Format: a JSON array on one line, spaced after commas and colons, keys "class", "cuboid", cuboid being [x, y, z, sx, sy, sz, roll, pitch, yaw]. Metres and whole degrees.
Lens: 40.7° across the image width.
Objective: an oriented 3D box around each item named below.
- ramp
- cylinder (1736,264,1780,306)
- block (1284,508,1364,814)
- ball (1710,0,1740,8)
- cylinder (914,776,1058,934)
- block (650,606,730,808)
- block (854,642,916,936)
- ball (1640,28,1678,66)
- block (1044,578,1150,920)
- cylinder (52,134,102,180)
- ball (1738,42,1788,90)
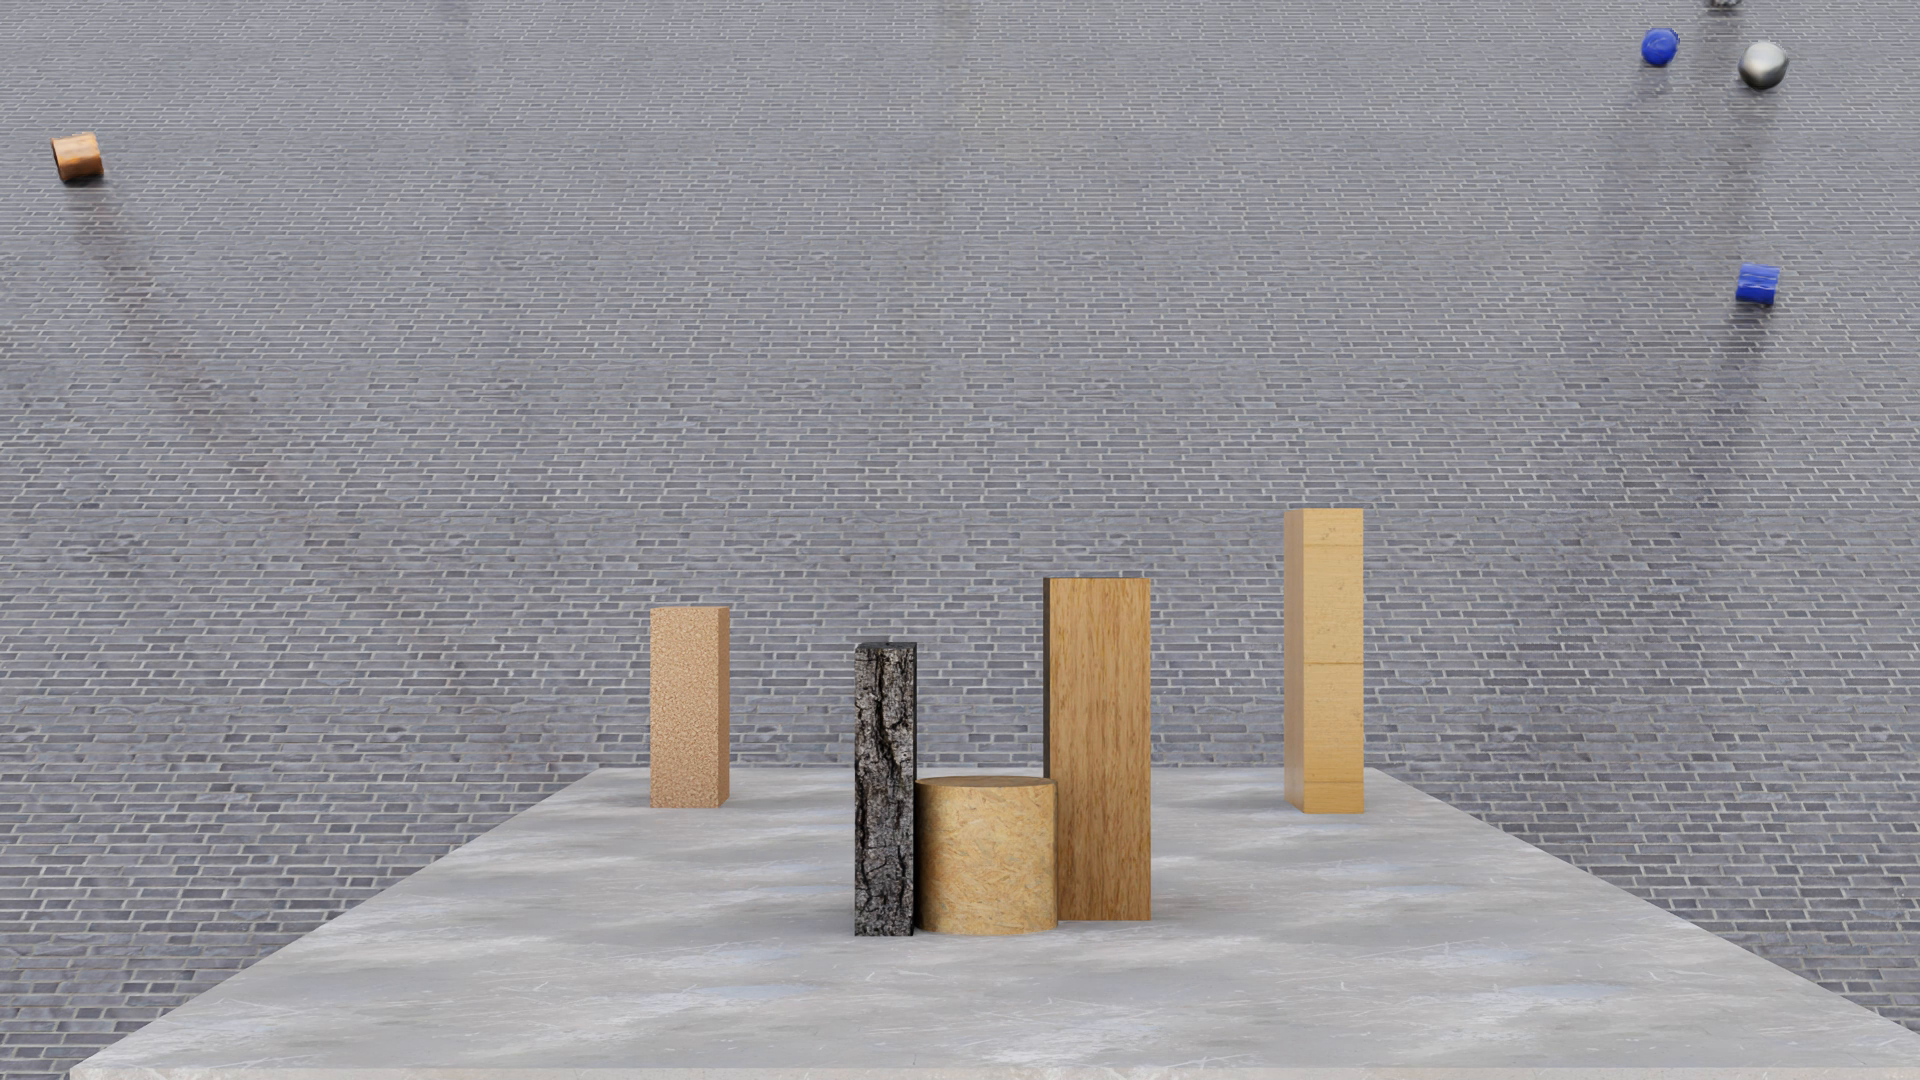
[{"class": "ramp", "cuboid": [0.070, 0.620, 4.702, 2.000, 0.100, 4.000, 0, -1, 0]}, {"class": "cylinder", "cuboid": [2.827, -0.906, 9.180, 0.129, 0.129, 0.129, 11, 33, 17]}, {"class": "block", "cuboid": [0.788, 0.257, 5.632, 0.126, 0.644, 0.330, 0, -1, 0]}, {"class": "ball", "cuboid": [3.469, -2.505, 11.734, 0.185, 0.185, 0.185, 0, 32, 0]}, {"class": "cylinder", "cuboid": [0.038, 0.457, 3.780, 0.209, 0.209, 0.209, 0, -1, 0]}, {"class": "block", "cuboid": [-0.596, 0.365, 5.738, 0.146, 0.430, 0.278, 0, -1, 0]}, {"class": "block", "cuboid": [-0.108, 0.359, 3.833, 0.083, 0.406, 0.338, 0, -1, 0]}, {"class": "ball", "cuboid": [3.005, -2.117, 11.129, 0.157, 0.157, 0.157, 0, 32, 0]}, {"class": "block", "cuboid": [0.207, 0.311, 3.981, 0.148, 0.505, 0.313, 0, -1, 0]}, {"class": "cylinder", "cuboid": [-3.438, -1.492, 10.089, 0.157, 0.157, 0.157, -15, 35, -21]}, {"class": "ball", "cuboid": [3.373, -1.992, 10.886, 0.197, 0.197, 0.197, 0, 32, 0]}]
